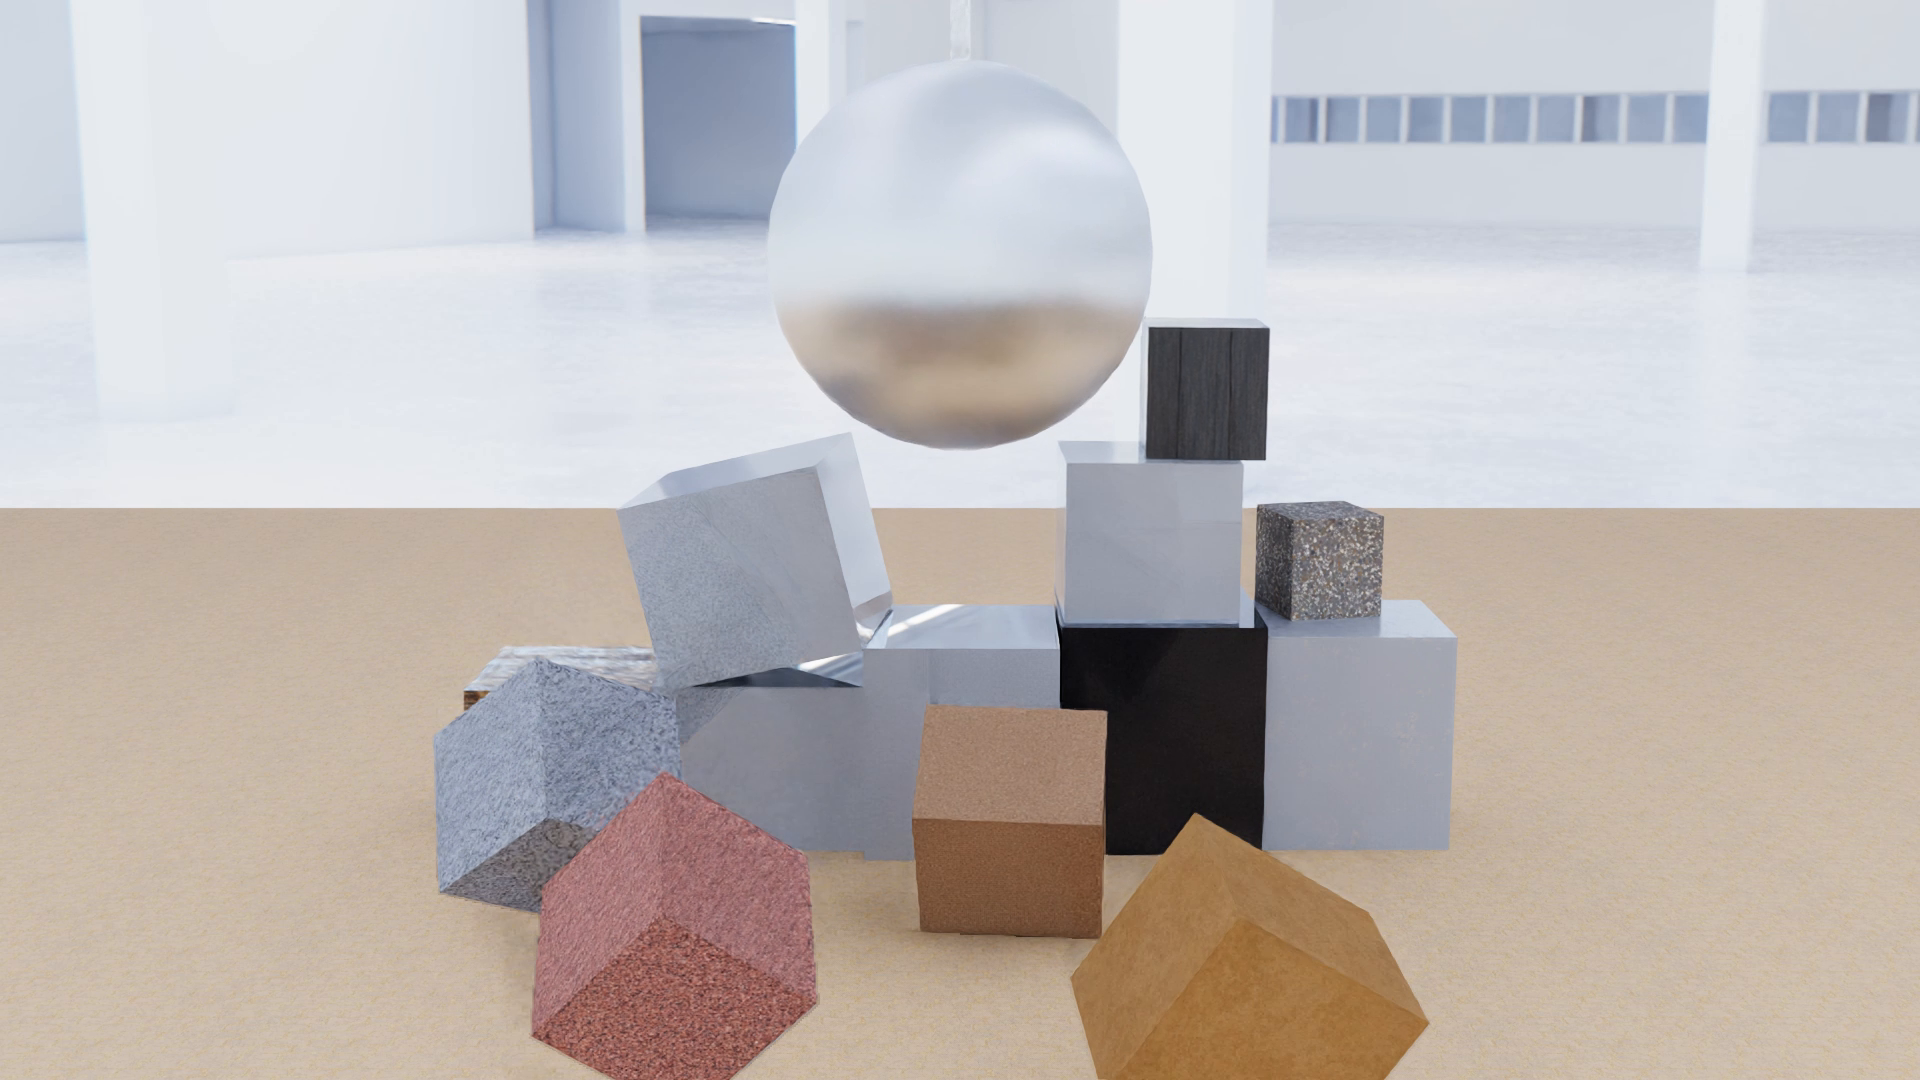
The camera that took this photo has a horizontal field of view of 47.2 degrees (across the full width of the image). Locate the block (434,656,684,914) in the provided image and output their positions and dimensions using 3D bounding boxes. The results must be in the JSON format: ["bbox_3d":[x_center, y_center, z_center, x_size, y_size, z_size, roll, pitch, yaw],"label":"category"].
[{"bbox_3d":[-1.736,1.100,9.547,0.746,0.760,0.763,22,-45,-41],"label":"block"}]

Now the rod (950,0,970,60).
[{"bbox_3d":[0.000,-4.541,9.544,0.080,5.200,0.080,0,-8,0],"label":"rod"}]

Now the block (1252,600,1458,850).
[{"bbox_3d":[1.983,0.936,11.368,0.935,1.091,0.901,0,10,0],"label":"block"}]

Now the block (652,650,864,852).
[{"bbox_3d":[-0.999,1.059,11.386,1.045,0.843,0.927,0,10,0],"label":"block"}]

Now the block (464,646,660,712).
[{"bbox_3d":[-1.990,1.066,11.388,0.915,0.829,0.951,0,10,0],"label":"block"}]

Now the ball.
[{"bbox_3d":[0.000,-1.170,9.097,1.600,1.600,1.600,0,10,0],"label":"ball"}]

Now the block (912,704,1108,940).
[{"bbox_3d":[0.238,1.255,9.785,0.806,0.794,0.650,2,44,5],"label":"block"}]

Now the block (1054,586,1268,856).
[{"bbox_3d":[1.002,0.905,11.350,1.004,1.159,1.040,0,10,0],"label":"block"}]

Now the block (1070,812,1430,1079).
[{"bbox_3d":[0.970,1.581,7.561,0.788,0.773,0.725,31,14,-16],"label":"block"}]

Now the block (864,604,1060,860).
[{"bbox_3d":[0.013,0.964,11.262,0.955,1.074,1.022,0,10,1],"label":"block"}]

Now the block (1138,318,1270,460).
[{"bbox_3d":[1.220,-0.769,11.075,0.591,0.652,0.623,1,10,1],"label":"block"}]

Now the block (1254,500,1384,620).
[{"bbox_3d":[1.865,0.101,11.455,0.491,0.520,0.520,-2,11,-13],"label":"block"}]

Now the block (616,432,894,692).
[{"bbox_3d":[-1.005,0.089,11.128,1.008,0.929,1.061,-12,10,9],"label":"block"}]

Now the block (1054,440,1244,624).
[{"bbox_3d":[0.942,-0.054,11.170,0.862,0.793,0.845,0,10,-1],"label":"block"}]

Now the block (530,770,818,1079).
[{"bbox_3d":[-0.996,1.410,7.695,0.667,0.697,0.727,36,23,-26],"label":"block"}]
